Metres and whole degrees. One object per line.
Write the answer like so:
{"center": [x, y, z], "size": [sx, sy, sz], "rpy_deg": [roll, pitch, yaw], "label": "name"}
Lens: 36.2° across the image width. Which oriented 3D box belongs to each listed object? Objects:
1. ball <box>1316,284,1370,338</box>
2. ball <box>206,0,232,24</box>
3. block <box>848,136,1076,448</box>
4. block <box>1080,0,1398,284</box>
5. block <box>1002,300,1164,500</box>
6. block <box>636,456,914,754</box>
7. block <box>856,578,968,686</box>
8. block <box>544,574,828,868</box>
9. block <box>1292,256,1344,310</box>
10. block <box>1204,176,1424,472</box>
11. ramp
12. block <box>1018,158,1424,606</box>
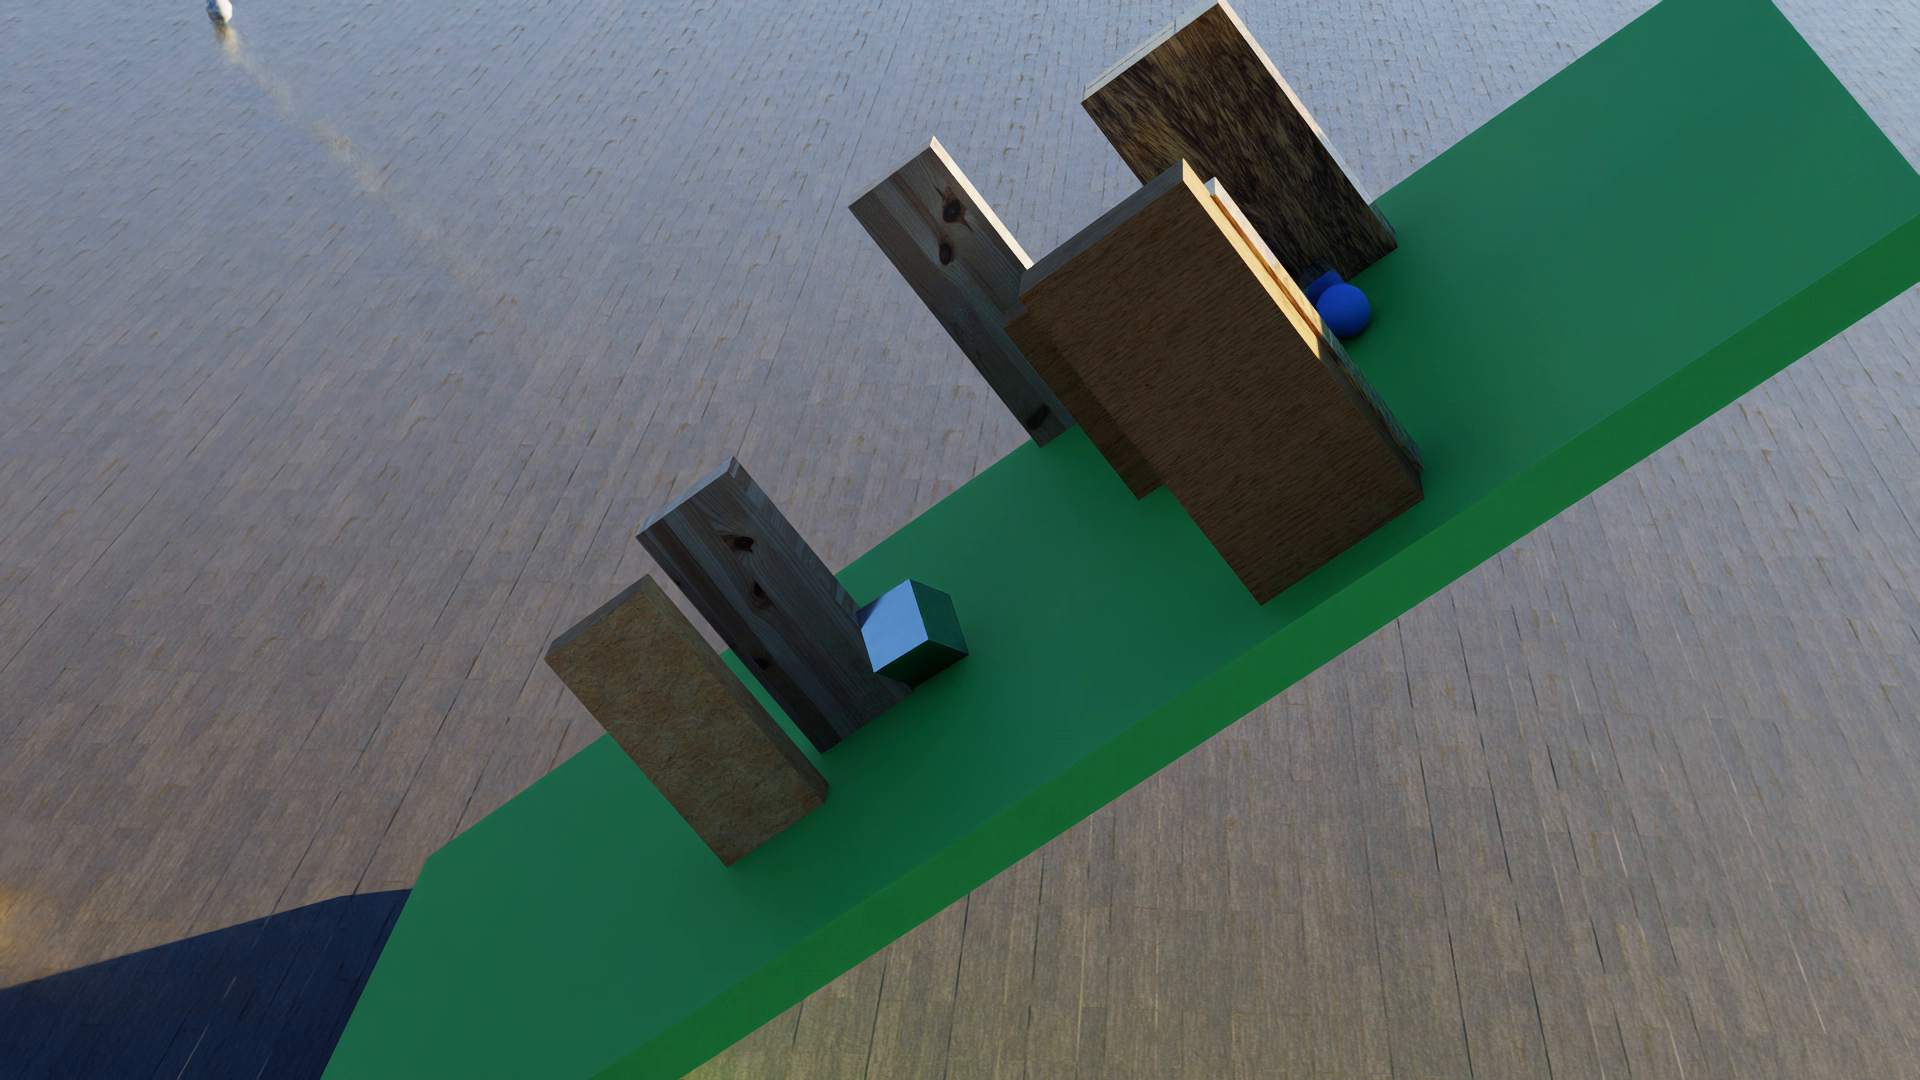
{"center": [0.810, -0.484, 6.219], "size": [0.115, 0.115, 0.115], "rpy_deg": [0, 23, 0], "label": "ball"}
{"center": [-4.328, -3.094, 17.183], "size": [0.152, 0.152, 0.152], "rpy_deg": [0, 23, 0], "label": "ball"}
{"center": [0.066, -0.587, 7.014], "size": [0.247, 0.751, 0.093], "rpy_deg": [-35, 16, 17], "label": "block"}
{"center": [0.623, -0.831, 6.553], "size": [0.371, 0.682, 0.139], "rpy_deg": [-35, 16, 17], "label": "block"}
{"center": [0.393, -0.392, 6.232], "size": [0.386, 0.480, 0.126], "rpy_deg": [-35, 16, 17], "label": "block"}
{"center": [-0.387, 0.142, 6.246], "size": [0.253, 0.626, 0.087], "rpy_deg": [-35, 16, 17], "label": "block"}
{"center": [-0.101, 0.197, 6.219], "size": [0.148, 0.148, 0.148], "rpy_deg": [23, 42, -52], "label": "block"}
{"center": [-0.560, 0.376, 6.056], "size": [0.260, 0.590, 0.089], "rpy_deg": [-35, 16, 17], "label": "block"}
{"center": [0.777, -0.511, 6.338], "size": [0.130, 0.130, 0.130], "rpy_deg": [-37, 16, 8], "label": "block"}
{"center": [0.525, -0.303, 5.368], "size": [0.320, 0.647, 0.111], "rpy_deg": [-35, 16, 17], "label": "block"}
{"center": [0.127, 0.180, 6.325], "size": [4.000, 0.100, 2.000], "rpy_deg": [-35, 16, 17], "label": "ramp"}
{"center": [0.470, -0.277, 5.264], "size": [0.357, 0.730, 0.142], "rpy_deg": [-35, 16, 17], "label": "block"}
